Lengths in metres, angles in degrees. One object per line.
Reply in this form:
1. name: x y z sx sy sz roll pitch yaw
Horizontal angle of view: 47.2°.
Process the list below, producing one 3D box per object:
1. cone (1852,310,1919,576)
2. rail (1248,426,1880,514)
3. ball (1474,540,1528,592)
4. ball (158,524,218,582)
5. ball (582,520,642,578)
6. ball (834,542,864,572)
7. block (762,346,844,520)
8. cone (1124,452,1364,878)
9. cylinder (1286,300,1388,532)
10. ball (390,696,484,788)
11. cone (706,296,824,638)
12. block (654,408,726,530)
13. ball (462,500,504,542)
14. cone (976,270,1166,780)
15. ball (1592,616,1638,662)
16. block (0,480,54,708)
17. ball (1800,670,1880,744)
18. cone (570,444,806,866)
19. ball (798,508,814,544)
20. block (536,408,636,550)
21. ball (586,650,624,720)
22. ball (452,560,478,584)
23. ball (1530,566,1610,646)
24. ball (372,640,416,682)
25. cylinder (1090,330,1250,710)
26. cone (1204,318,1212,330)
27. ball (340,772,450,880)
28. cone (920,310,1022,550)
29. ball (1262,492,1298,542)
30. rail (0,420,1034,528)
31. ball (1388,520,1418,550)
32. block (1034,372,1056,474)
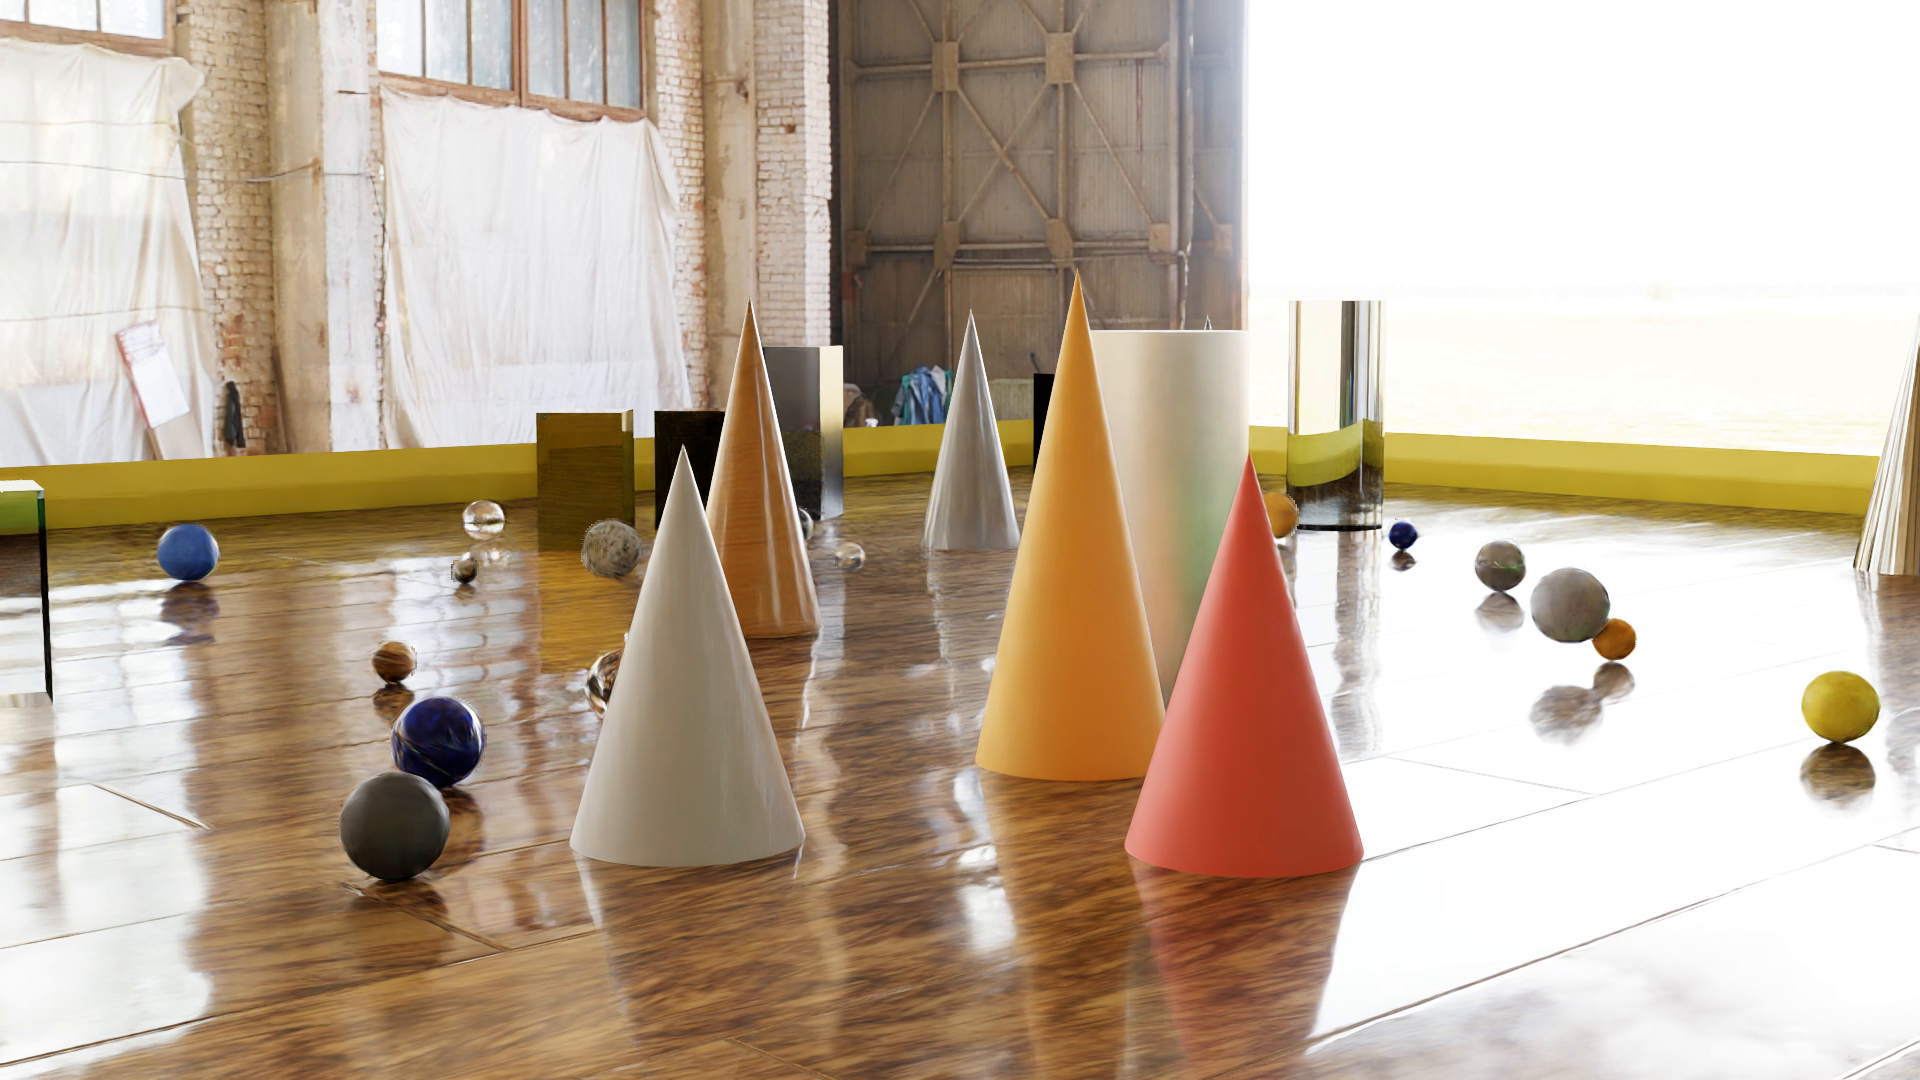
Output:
1. cone: 1.649 -0.196 3.775 0.199 0.495 0.199 0 6 0
2. rail: 1.792 -0.138 4.977 0.045 0.129 4.241 -5 8 -42
3. ball: 0.858 0.041 3.488 0.084 0.084 0.084 0 6 0
4. ball: -1.272 0.021 3.624 0.096 0.096 0.096 0 6 0
5. ball: -0.580 0.016 3.663 0.097 0.097 0.097 0 6 0
6. ball: -0.189 0.029 3.764 0.051 0.051 0.051 0 6 0
7. block: -0.353 -0.235 4.767 0.159 0.368 0.159 2 6 14
8. cone: 0.236 0.091 1.814 0.199 0.331 0.199 0 6 0
9. cylinder: 0.774 -0.259 4.524 0.199 0.466 0.199 0 6 0
10. ball: -0.489 0.189 2.058 0.086 0.086 0.086 0 6 0
11. cone: -0.292 -0.108 3.072 0.199 0.467 0.199 0 6 0
12. block: -0.530 -0.149 4.549 0.159 0.242 0.159 1 6 10
13. ball: -0.924 -0.037 4.265 0.079 0.079 0.079 0 6 0
14. cone: 0.114 -0.023 2.164 0.199 0.486 0.199 0 6 0
15. ball: 0.834 0.126 2.803 0.056 0.056 0.056 0 6 0
16. block: -1.135 0.062 2.516 0.159 0.245 0.159 -3 7 -27
17. ball: 0.909 0.172 2.270 0.076 0.076 0.076 0 6 0
18. cone: -0.231 0.086 1.848 0.199 0.335 0.199 0 6 0
19. ball: -0.314 -0.023 4.155 0.074 0.074 0.074 0 6 0
20. block: -0.707 -0.117 4.168 0.159 0.257 0.159 0 6 -1
21. ball: -0.362 0.159 2.367 0.082 0.082 0.082 0 6 0
22. ball: -0.809 0.052 3.595 0.040 0.040 0.040 0 6 0
23. ball: 0.772 0.083 2.784 0.099 0.099 0.099 0 6 0
24. ball: -0.680 0.146 2.640 0.051 0.051 0.051 0 6 0
25. cylinder: 0.231 -0.029 2.532 0.199 0.421 0.199 0 6 0
26. cone: 0.429 -0.173 3.830 0.199 0.439 0.199 0 6 0
27. ball: -0.444 0.224 1.728 0.085 0.085 0.085 0 6 0
28. cone: 0.021 -0.215 4.185 0.199 0.448 0.199 0 6 0
29. ball: 0.605 -0.044 4.257 0.094 0.094 0.094 0 6 0
30. rail: -1.422 -0.126 4.864 4.925 0.129 0.045 -5 8 -42
31. ball: 0.826 -0.009 4.103 0.056 0.056 0.056 0 6 0
32. block: 0.263 -0.188 4.570 0.159 0.315 0.159 -4 7 -31
